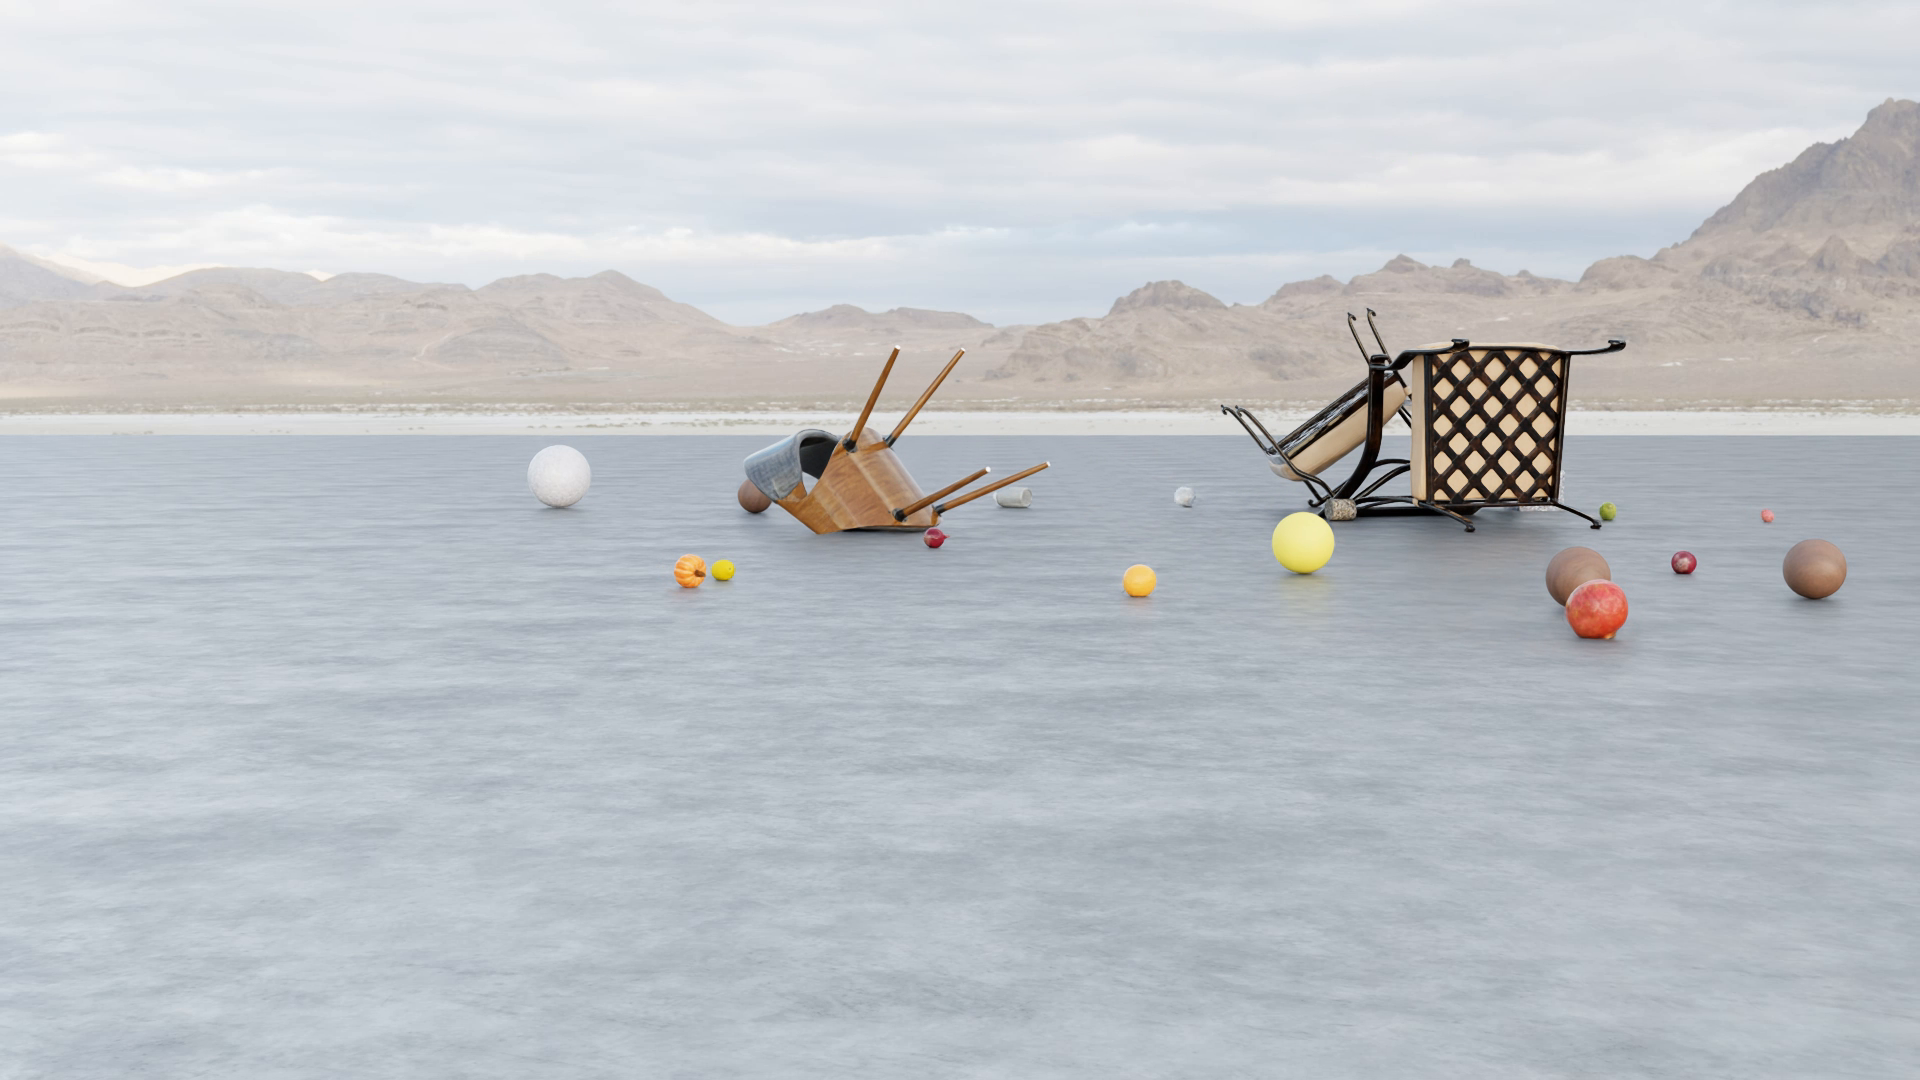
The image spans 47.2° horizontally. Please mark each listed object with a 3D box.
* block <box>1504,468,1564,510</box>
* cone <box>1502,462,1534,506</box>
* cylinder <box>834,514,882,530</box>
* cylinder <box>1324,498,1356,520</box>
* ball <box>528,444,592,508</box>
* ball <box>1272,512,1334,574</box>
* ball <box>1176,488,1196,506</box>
[{"bbox_3d":[2.138,-0.189,8.190,0.167,0.151,0.170,0,4,-5],"label":"block"},{"bbox_3d":[2.194,-0.217,8.468,0.198,0.170,0.213,-2,4,-26],"label":"cone"},{"bbox_3d":[-0.326,-0.057,7.027,0.125,0.048,0.122,-1,3,-17],"label":"cylinder"},{"bbox_3d":[1.299,-0.103,7.509,0.081,0.074,0.099,-1,8,-8],"label":"cylinder"},{"bbox_3d":[-1.514,-0.241,8.312,0.238,0.238,0.238,0,4,0],"label":"ball"},{"bbox_3d":[0.834,0.007,5.347,0.150,0.150,0.150,0,4,0],"label":"ball"},{"bbox_3d":[0.863,-0.165,8.408,0.074,0.074,0.074,0,4,0],"label":"ball"}]
